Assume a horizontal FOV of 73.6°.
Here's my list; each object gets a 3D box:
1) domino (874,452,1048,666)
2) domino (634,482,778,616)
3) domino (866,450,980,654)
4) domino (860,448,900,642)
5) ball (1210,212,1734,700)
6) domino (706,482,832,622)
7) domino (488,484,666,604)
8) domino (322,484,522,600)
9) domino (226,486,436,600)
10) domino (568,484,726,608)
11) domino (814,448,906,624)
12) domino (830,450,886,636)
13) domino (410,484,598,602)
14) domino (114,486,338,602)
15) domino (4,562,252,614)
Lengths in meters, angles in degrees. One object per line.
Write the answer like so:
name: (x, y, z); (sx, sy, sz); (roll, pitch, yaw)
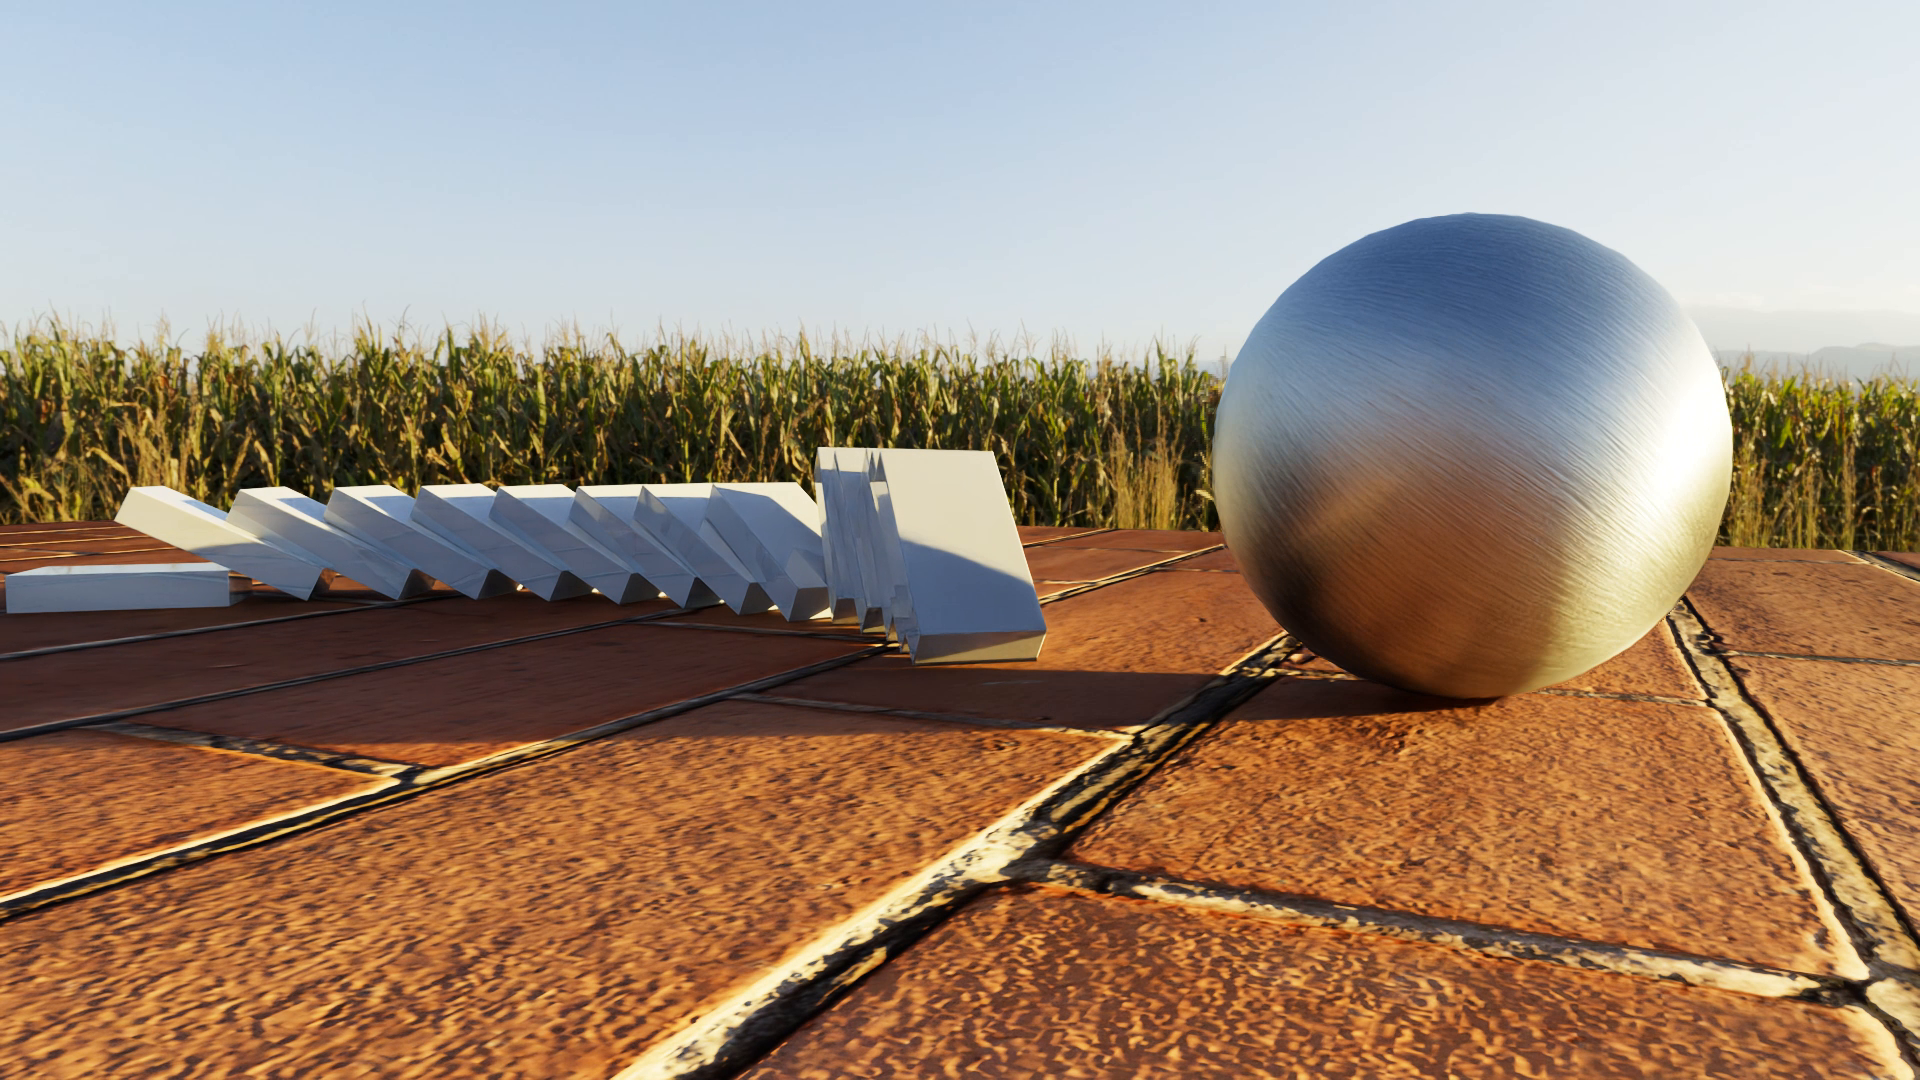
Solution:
domino: (-0.001, 0.002, 0.262); (0.025, 0.009, 0.050); (-1, 47, -15)
domino: (-0.062, 0.001, 0.340); (0.050, 0.010, 0.025); (37, 26, 33)
domino: (-0.004, 0.001, 0.276); (0.025, 0.009, 0.050); (-1, 47, -15)
domino: (-0.007, 0.000, 0.290); (0.025, 0.009, 0.050); (0, 47, -14)
ball: (0.083, -0.014, 0.215); (0.080, 0.080, 0.080); (0, 4, 0)
domino: (-0.043, 0.002, 0.328); (0.025, 0.010, 0.050); (-3, 33, -37)
domino: (-0.104, 0.000, 0.358); (0.050, 0.010, 0.025); (30, 15, 20)
domino: (-0.150, 0.000, 0.363); (0.050, 0.010, 0.025); (27, 8, 6)
domino: (-0.174, 0.001, 0.359); (0.050, 0.009, 0.025); (25, 3, -4)
domino: (-0.081, 0.001, 0.351); (0.050, 0.009, 0.025); (33, 21, 28)
domino: (-0.021, -0.002, 0.315); (0.025, 0.009, 0.050); (0, 47, -14)
domino: (-0.014, -0.001, 0.302); (0.025, 0.009, 0.050); (-2, 47, -16)
domino: (-0.126, 0.000, 0.363); (0.050, 0.009, 0.025); (29, 12, 14)
domino: (-0.198, 0.001, 0.349); (0.050, 0.010, 0.025); (26, -3, -15)
domino: (-0.219, 0.012, 0.341); (0.050, 0.009, 0.025); (-1, 4, -16)
